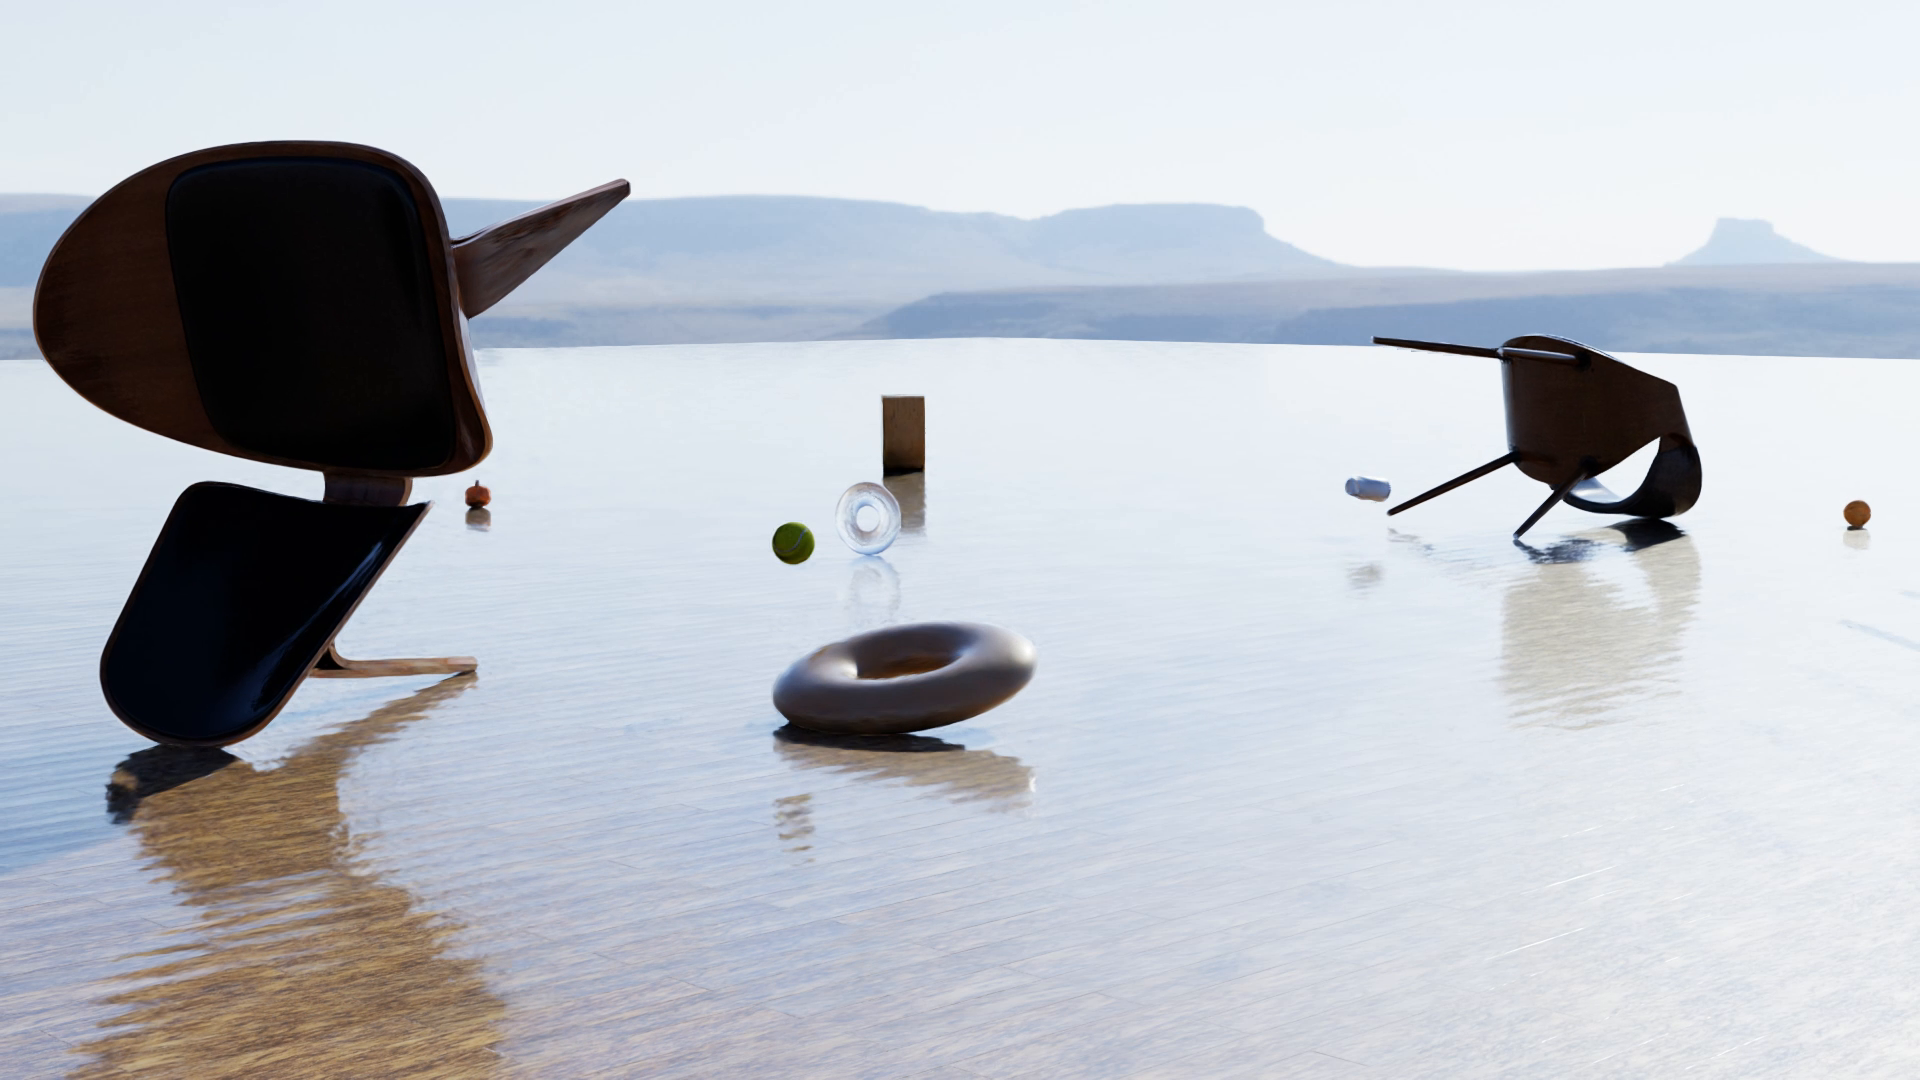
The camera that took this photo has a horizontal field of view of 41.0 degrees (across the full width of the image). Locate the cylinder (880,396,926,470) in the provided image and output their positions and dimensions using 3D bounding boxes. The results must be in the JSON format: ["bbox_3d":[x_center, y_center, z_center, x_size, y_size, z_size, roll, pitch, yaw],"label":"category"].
[{"bbox_3d":[-0.192,-0.362,8.691,0.144,0.252,0.128,-1,1,-5],"label":"cylinder"}]

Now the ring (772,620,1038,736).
[{"bbox_3d":[-0.082,0.203,3.819,0.407,0.075,0.349,-5,18,16],"label":"ring"}]

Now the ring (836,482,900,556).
[{"bbox_3d":[-0.217,-0.051,6.056,0.156,0.176,0.057,-6,3,5],"label":"ring"}]
